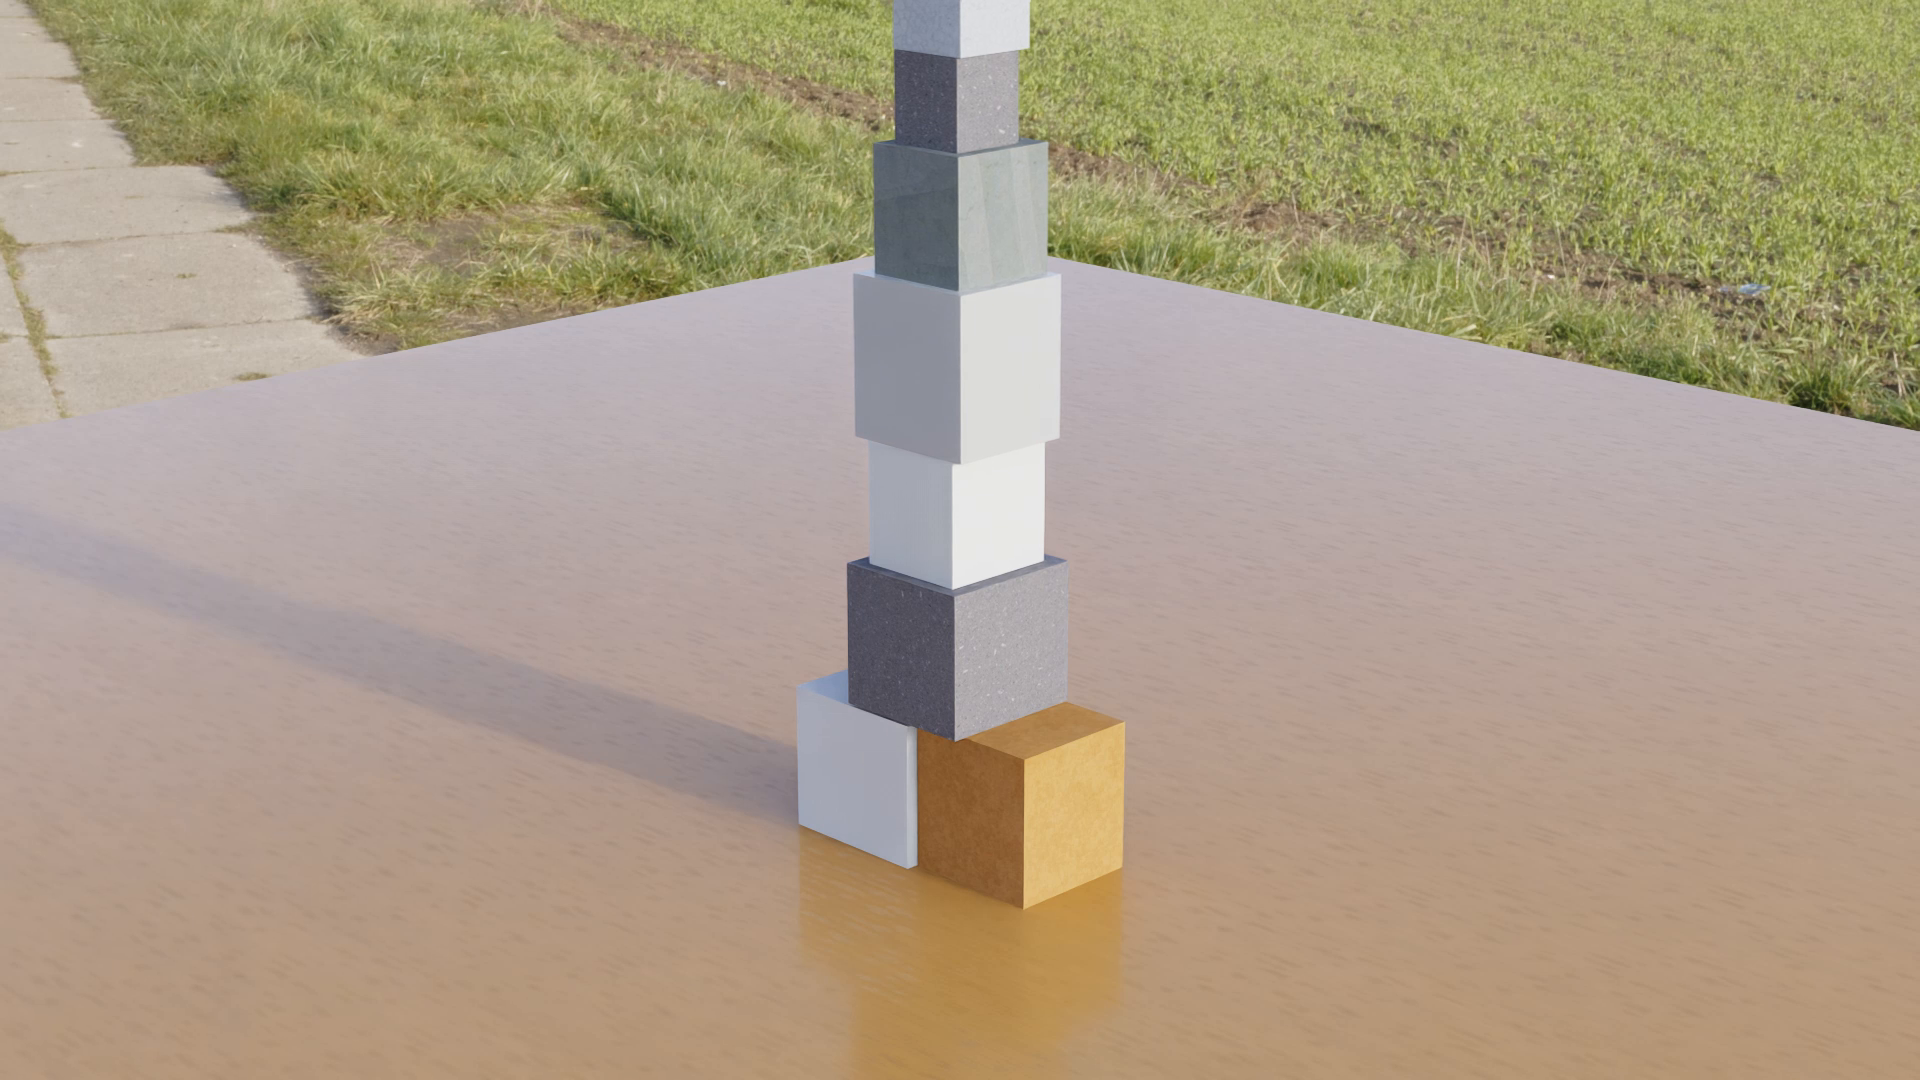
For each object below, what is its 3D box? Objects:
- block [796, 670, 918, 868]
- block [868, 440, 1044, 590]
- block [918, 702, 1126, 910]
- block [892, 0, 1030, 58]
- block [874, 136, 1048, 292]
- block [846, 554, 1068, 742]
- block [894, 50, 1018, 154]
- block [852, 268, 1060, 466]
[{"bbox_3d":[-0.248,1.025,13.912,0.730,0.703,0.748,-17,24,-42],"label":"block"},{"bbox_3d":[-0.015,-0.180,13.274,0.587,0.589,0.535,-17,24,-42],"label":"block"},{"bbox_3d":[0.278,1.166,13.438,0.660,0.718,0.676,-17,24,-42],"label":"block"},{"bbox_3d":[0.005,-2.355,12.621,0.423,0.475,0.410,-17,24,-42],"label":"block"},{"bbox_3d":[0.004,-1.461,12.896,0.557,0.580,0.525,-17,24,-42],"label":"block"},{"bbox_3d":[-0.009,0.424,13.467,0.737,0.680,0.695,-17,24,-42],"label":"block"},{"bbox_3d":[-0.015,-1.927,12.732,0.379,0.408,0.383,-17,24,-42],"label":"block"},{"bbox_3d":[-0.013,-0.821,13.077,0.628,0.750,0.673,-17,24,-42],"label":"block"}]
